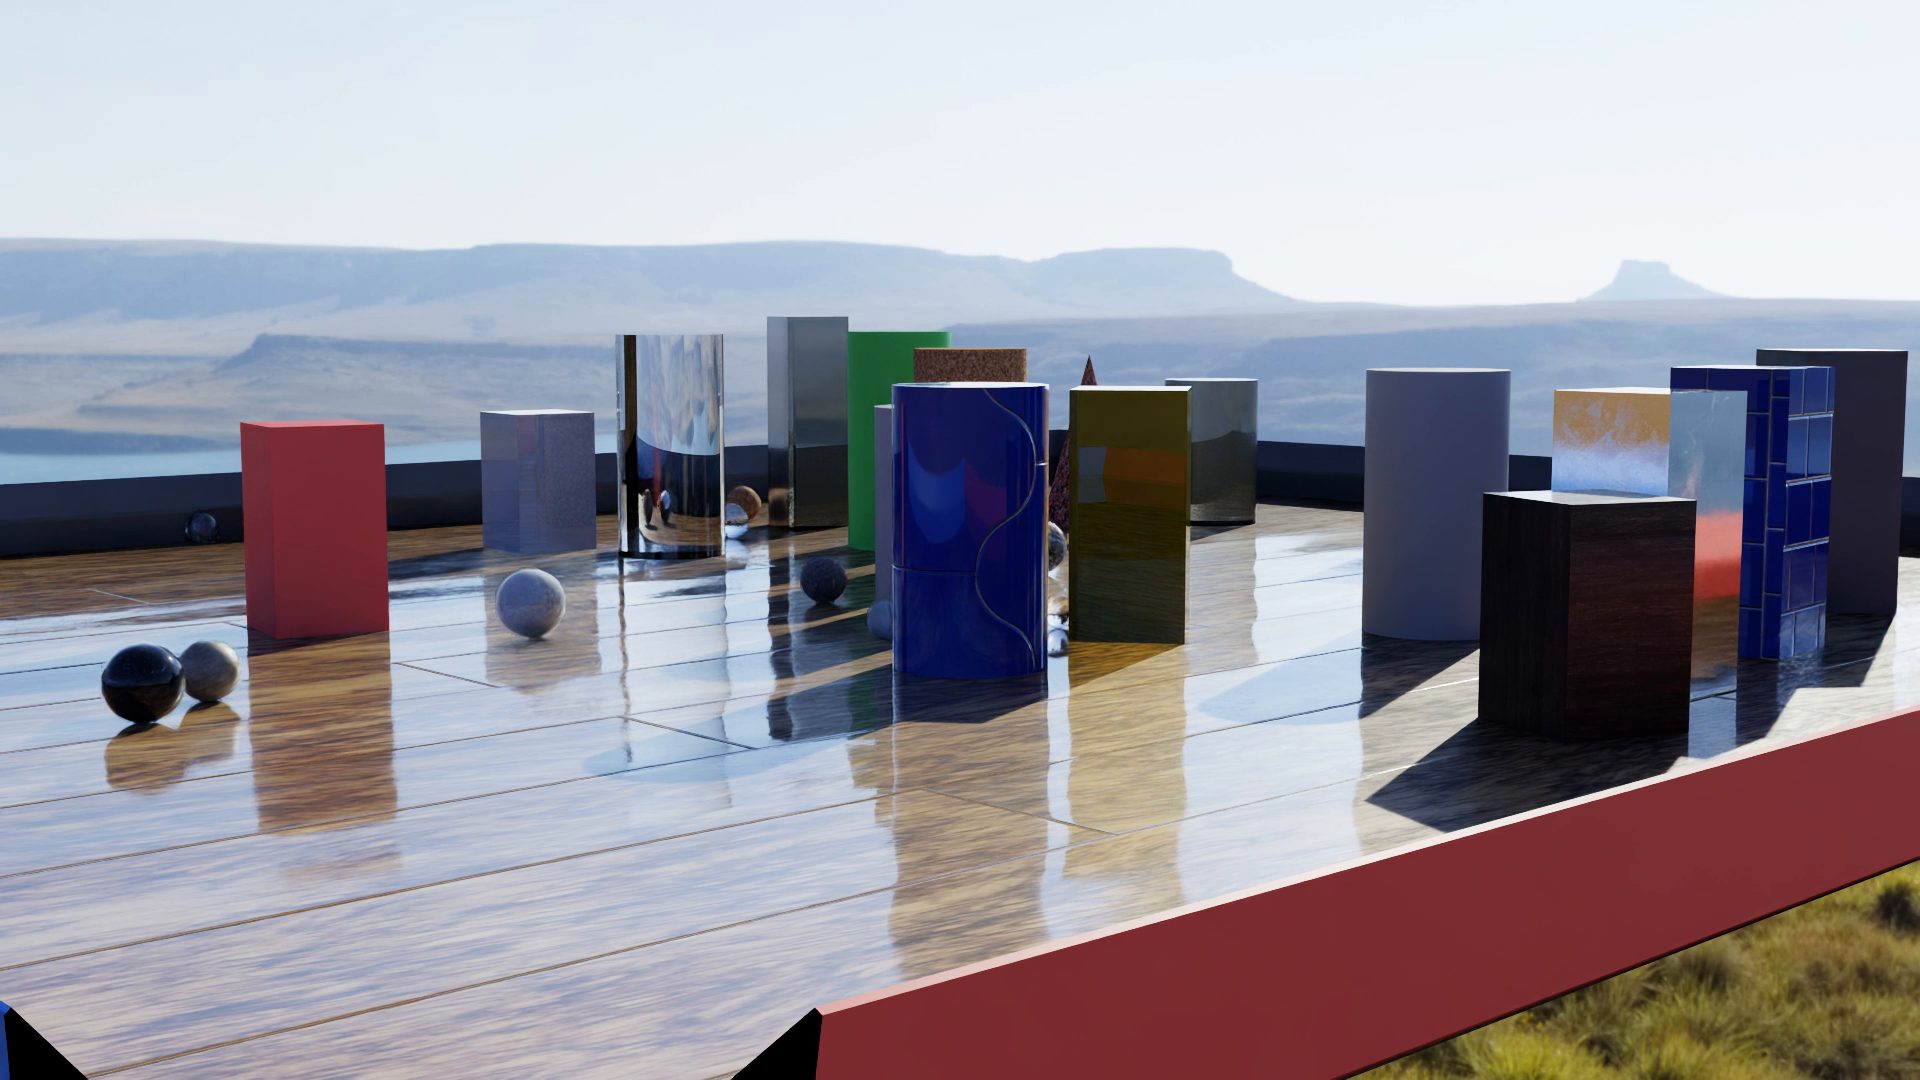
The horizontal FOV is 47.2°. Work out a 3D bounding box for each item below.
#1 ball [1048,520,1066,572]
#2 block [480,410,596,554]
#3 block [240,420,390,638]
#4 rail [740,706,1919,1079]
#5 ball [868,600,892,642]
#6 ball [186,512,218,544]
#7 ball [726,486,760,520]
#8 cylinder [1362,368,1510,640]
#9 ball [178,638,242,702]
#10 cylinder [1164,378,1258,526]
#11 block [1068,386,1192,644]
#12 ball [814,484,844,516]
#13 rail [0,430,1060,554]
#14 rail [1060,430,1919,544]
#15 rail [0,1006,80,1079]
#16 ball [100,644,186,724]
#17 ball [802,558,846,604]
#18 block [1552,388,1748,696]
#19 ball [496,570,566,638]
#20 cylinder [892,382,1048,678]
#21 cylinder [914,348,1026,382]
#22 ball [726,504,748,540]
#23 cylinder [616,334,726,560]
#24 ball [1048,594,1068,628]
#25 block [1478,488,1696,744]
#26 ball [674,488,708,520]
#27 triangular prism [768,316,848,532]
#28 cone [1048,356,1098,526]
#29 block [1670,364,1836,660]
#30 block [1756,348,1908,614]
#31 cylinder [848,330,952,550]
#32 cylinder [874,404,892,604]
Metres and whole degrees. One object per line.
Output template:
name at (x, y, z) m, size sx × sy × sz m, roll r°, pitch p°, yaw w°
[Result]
ball at (0.134, 0.011, 3.717) m, size 0.093 × 0.093 × 0.093 m, roll 0°, pitch 6°, yaw 0°
block at (-0.789, -0.112, 4.114) m, size 0.156 × 0.255 × 0.156 m, roll -5°, pitch 7°, yaw -37°
block at (-0.903, -0.020, 3.076) m, size 0.156 × 0.287 × 0.156 m, roll -4°, pitch 7°, yaw -32°
rail at (1.121, 0.159, 2.124) m, size 3.810 × 0.127 × 0.045 m, roll -5°, pitch 8°, yaw -42°
ball at (-0.096, 0.108, 2.961) m, size 0.056 × 0.056 × 0.056 m, roll 0°, pitch 6°, yaw 0°
ball at (-1.445, -0.023, 4.193) m, size 0.061 × 0.061 × 0.061 m, roll 0°, pitch 6°, yaw 0°
ball at (-0.457, -0.076, 4.643) m, size 0.073 × 0.073 × 0.073 m, roll 0°, pitch 6°, yaw 0°
cylinder at (0.659, -0.054, 3.047) m, size 0.195 × 0.362 × 0.195 m, roll 0°, pitch 6°, yaw 0°
ball at (-0.857, 0.148, 2.507) m, size 0.071 × 0.071 × 0.071 m, roll 0°, pitch 6°, yaw 0°
cylinder at (0.525, -0.187, 4.611) m, size 0.195 × 0.299 × 0.195 m, roll 0°, pitch 6°, yaw 0°
block at (0.234, -0.038, 3.007) m, size 0.156 × 0.338 × 0.156 m, roll 1°, pitch 6°, yaw 8°
ball at (-0.285, -0.088, 4.774) m, size 0.068 × 0.068 × 0.068 m, roll 0°, pitch 6°, yaw 0°
rail at (-1.121, -0.093, 4.540) m, size 3.810 × 0.127 × 0.045 m, roll -5°, pitch 8°, yaw -42°
rail at (1.383, -0.100, 4.601) m, size 0.045 × 0.127 × 3.352 m, roll -5°, pitch 8°, yaw -42°
rail at (-1.383, 0.166, 2.063) m, size 0.045 × 0.127 × 3.352 m, roll -5°, pitch 8°, yaw -42°
ball at (-0.882, 0.155, 2.376) m, size 0.086 × 0.086 × 0.086 m, roll 0°, pitch 6°, yaw 0°
ball at (-0.207, 0.061, 3.347) m, size 0.070 × 0.070 × 0.070 m, roll 0°, pitch 6°, yaw 0°
block at (0.811, -0.002, 2.600) m, size 0.156 × 0.350 × 0.156 m, roll -5°, pitch 8°, yaw -39°
ball at (-0.584, 0.086, 2.995) m, size 0.093 × 0.093 × 0.093 m, roll 0°, pitch 6°, yaw 0°
cylinder at (0.013, -0.017, 2.742) m, size 0.195 × 0.352 × 0.195 m, roll 0°, pitch 6°, yaw 0°
cylinder at (0.018, -0.143, 3.818) m, size 0.195 × 0.378 × 0.195 m, roll 0°, pitch 6°, yaw 0°
ball at (-0.445, -0.035, 4.278) m, size 0.068 × 0.068 × 0.068 m, roll 0°, pitch 6°, yaw 0°
cylinder at (-0.527, -0.174, 4.003) m, size 0.195 × 0.400 × 0.195 m, roll 0°, pitch 6°, yaw 0°
ball at (0.139, 0.100, 3.079) m, size 0.048 × 0.048 × 0.048 m, roll 0°, pitch 6°, yaw 0°
block at (0.668, 0.076, 2.353) m, size 0.156 × 0.247 × 0.156 m, roll -2°, pitch 6°, yaw -21°
ball at (-0.573, -0.078, 4.684) m, size 0.068 × 0.068 × 0.068 m, roll 0°, pitch 6°, yaw 0°
triangular prism at (-0.339, -0.242, 4.508) m, size 0.146 × 0.431 × 0.169 m, roll 5°, pitch 8°, yaw 40°
cone at (0.271, -0.214, 4.620) m, size 0.195 × 0.352 × 0.195 m, roll 0°, pitch 6°, yaw 0°
block at (1.036, -0.042, 2.889) m, size 0.156 × 0.370 × 0.156 m, roll 5°, pitch 8°, yaw 41°
block at (1.296, -0.092, 3.293) m, size 0.156 × 0.385 × 0.156 m, roll -1°, pitch 6°, yaw -5°
cylinder at (-0.114, -0.190, 4.139) m, size 0.195 × 0.404 × 0.195 m, roll 0°, pitch 6°, yaw 0°
cylinder at (-0.027, -0.044, 3.227) m, size 0.195 × 0.304 × 0.195 m, roll 0°, pitch 6°, yaw 0°
